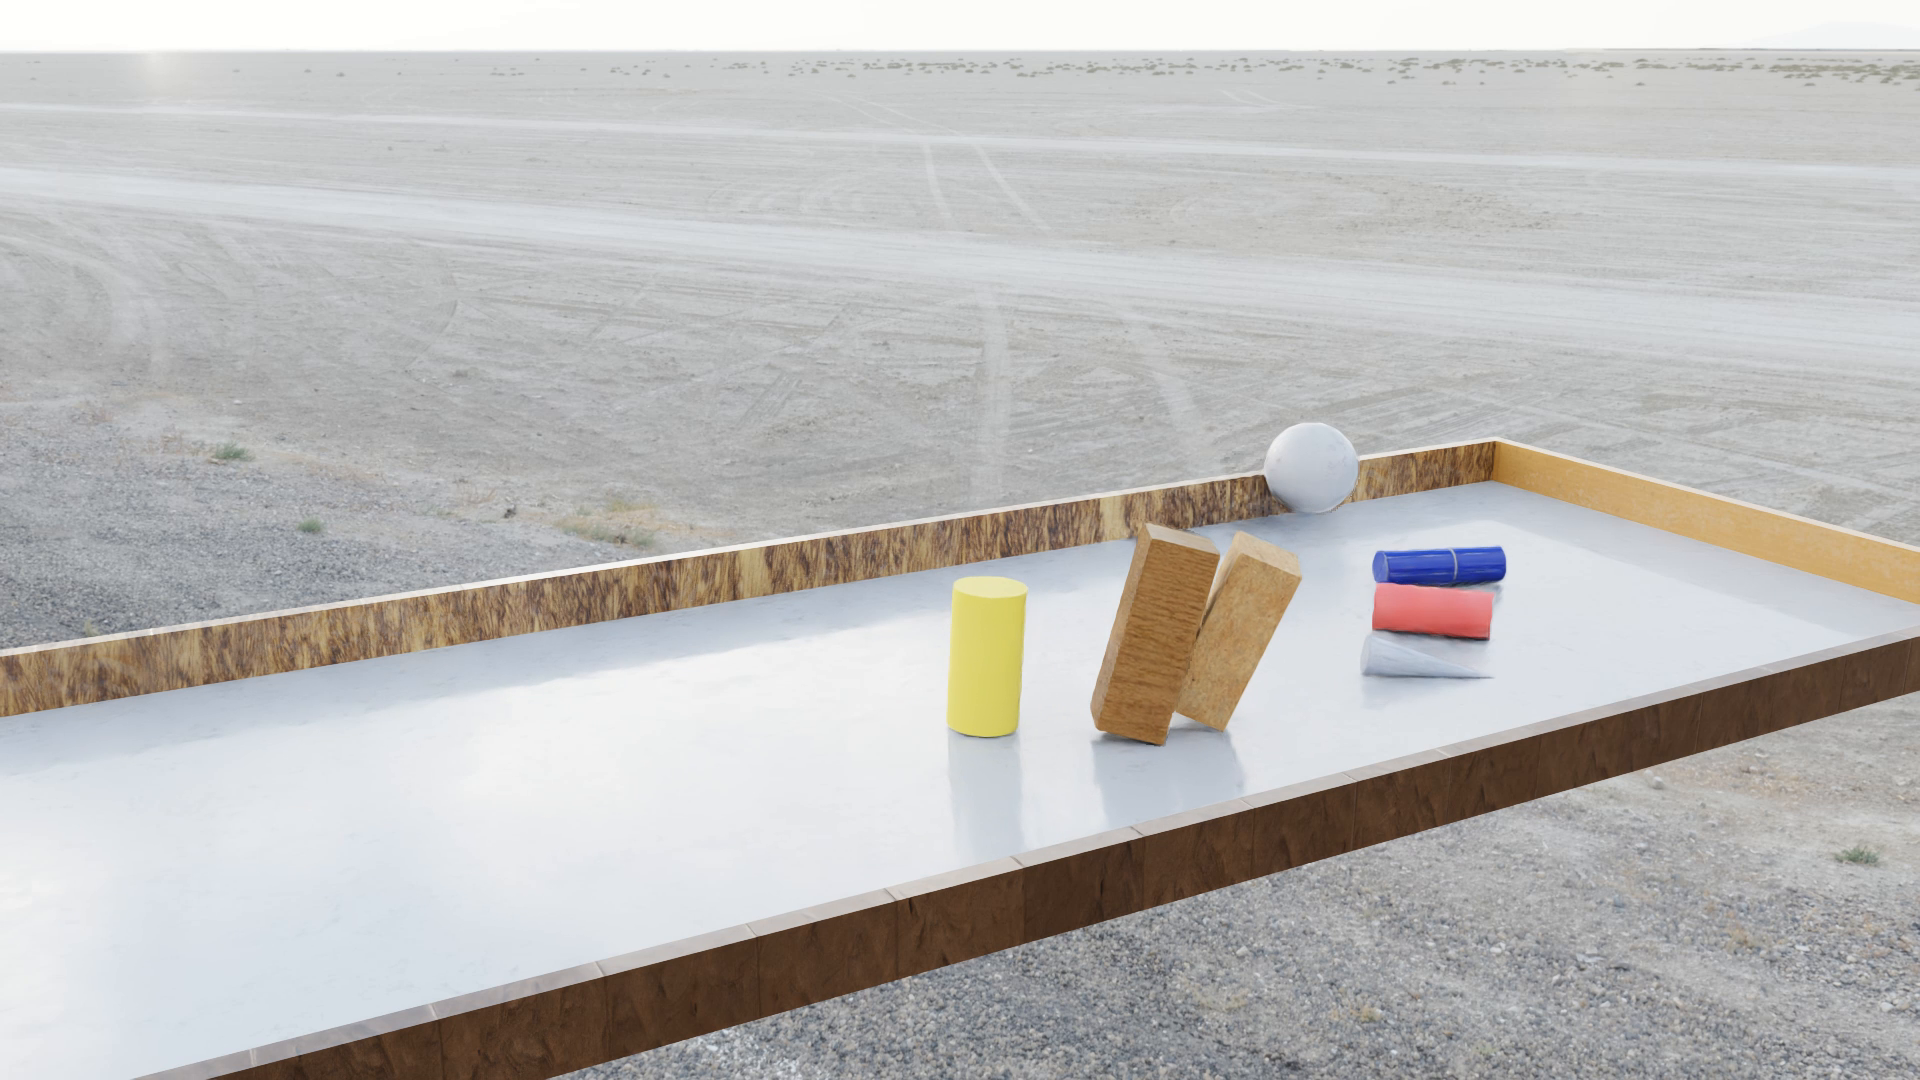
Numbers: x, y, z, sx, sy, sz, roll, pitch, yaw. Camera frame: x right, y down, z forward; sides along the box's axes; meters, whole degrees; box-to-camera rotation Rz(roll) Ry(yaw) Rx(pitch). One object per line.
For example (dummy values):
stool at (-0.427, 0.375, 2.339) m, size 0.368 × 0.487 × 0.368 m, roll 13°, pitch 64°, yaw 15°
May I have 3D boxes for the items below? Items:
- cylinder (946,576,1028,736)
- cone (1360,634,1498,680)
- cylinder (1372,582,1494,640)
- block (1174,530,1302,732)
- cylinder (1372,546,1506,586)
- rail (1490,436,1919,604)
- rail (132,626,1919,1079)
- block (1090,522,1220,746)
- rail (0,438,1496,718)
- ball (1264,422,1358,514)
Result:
cylinder at (0.062, 0.269, 3.832) m, size 0.171 × 0.335 × 0.171 m, roll 3°, pitch 15°, yaw -1°
cone at (1.194, 0.321, 4.172) m, size 0.339 × 0.103 × 0.103 m, roll 10°, pitch 17°, yaw 4°
cylinder at (1.283, 0.192, 4.476) m, size 0.304 × 0.127 × 0.127 m, roll 5°, pitch 17°, yaw 17°
block at (0.629, 0.212, 3.832) m, size 0.151 × 0.419 × 0.151 m, roll 23°, pitch 21°, yaw -1°
cylinder at (1.423, 0.078, 4.896) m, size 0.370 × 0.109 × 0.109 m, roll -2°, pitch 17°, yaw -8°
rail at (2.466, -0.048, 5.253) m, size 0.050 × 0.150 × 2.100 m, roll -9°, pitch 18°, yaw -27°
rail at (-2.336, 1.006, 1.665) m, size 12.000 × 0.150 × 0.050 m, roll -9°, pitch 18°, yaw -27°
block at (0.440, 0.212, 3.761) m, size 0.159 × 0.459 × 0.159 m, roll 14°, pitch 13°, yaw -4°
rail at (-3.305, 0.497, 3.399) m, size 12.000 × 0.150 × 0.050 m, roll -9°, pitch 18°, yaw -27°
ball at (1.166, -0.239, 5.481) m, size 0.305 × 0.305 × 0.305 m, roll 0°, pitch 16°, yaw 0°
